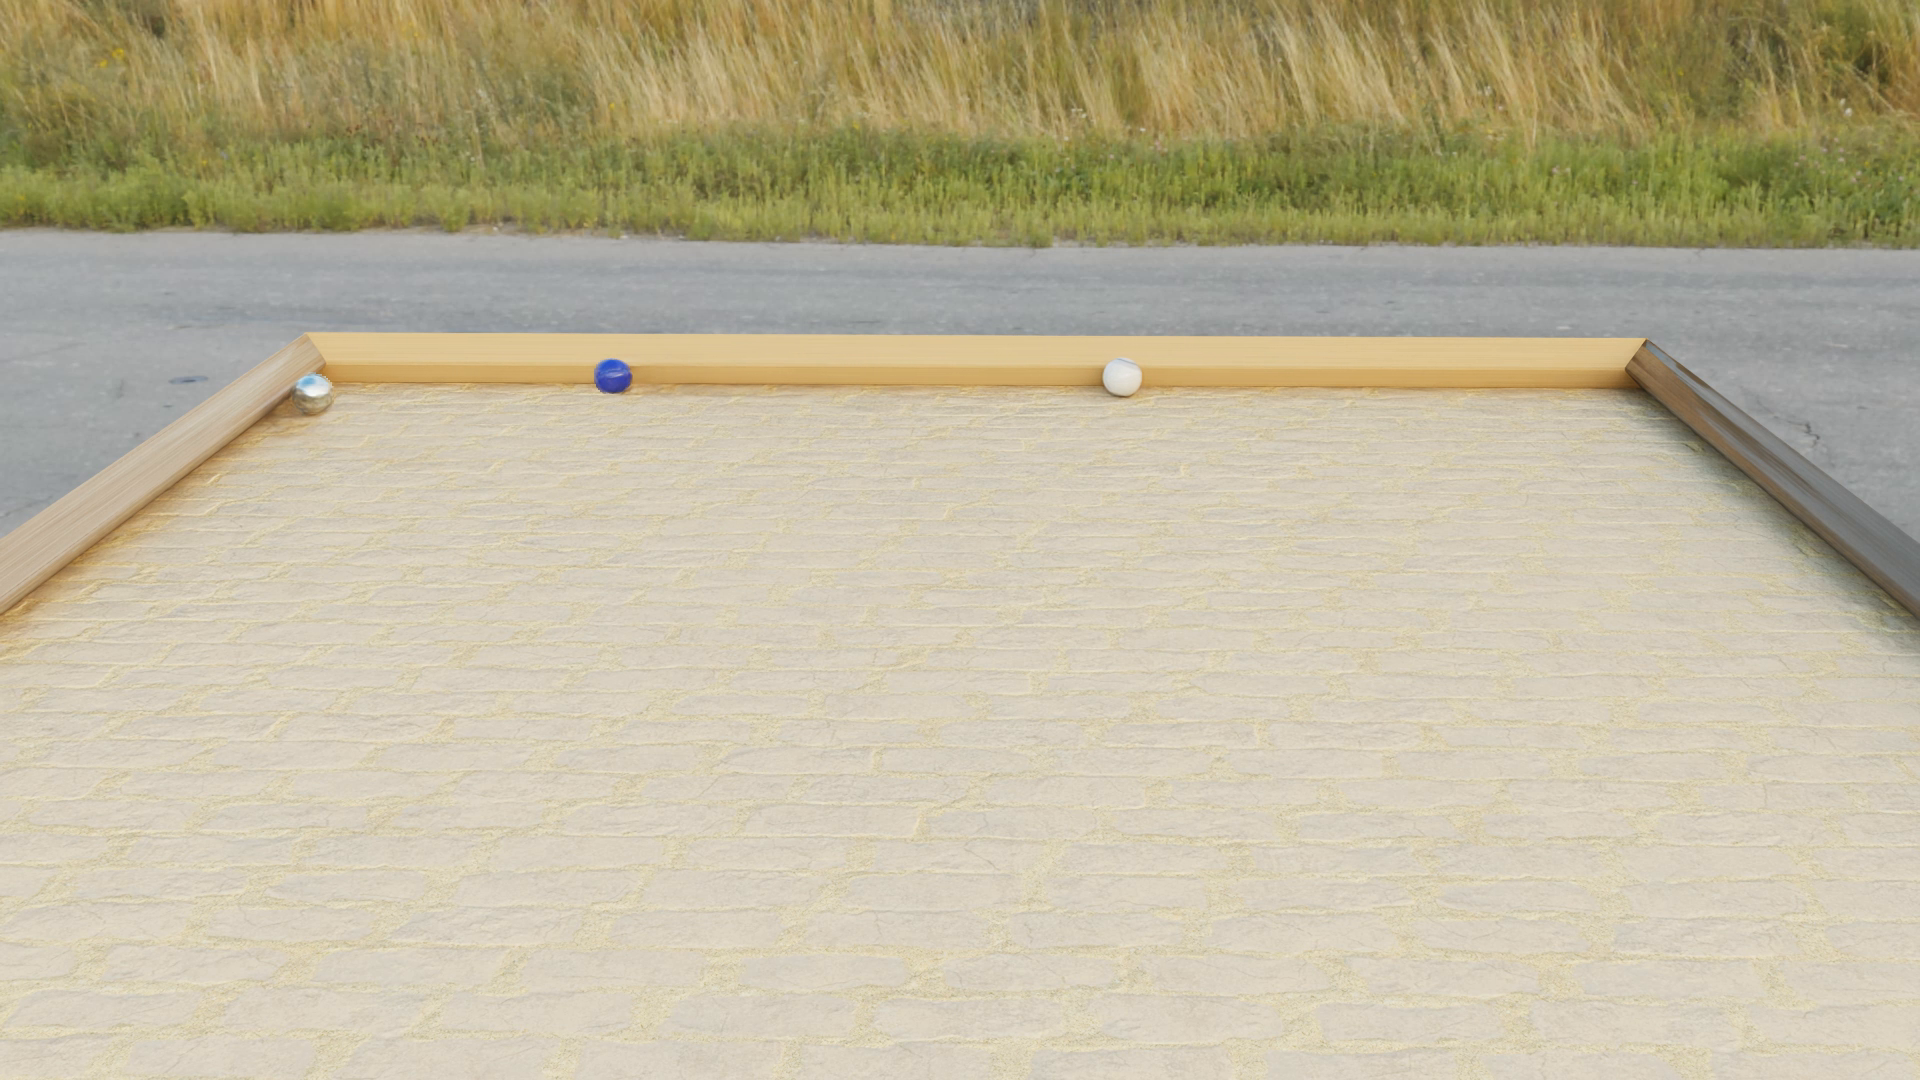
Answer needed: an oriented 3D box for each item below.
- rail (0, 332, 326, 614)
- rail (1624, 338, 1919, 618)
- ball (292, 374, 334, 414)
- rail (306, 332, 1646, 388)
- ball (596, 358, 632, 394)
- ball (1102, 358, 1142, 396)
[{"bbox_3d":[-1.117,0.274,1.827,0.045,0.084,3.931,0,17,1],"label":"rail"},{"bbox_3d":[1.076,0.288,1.784,0.045,0.084,3.931,0,17,1],"label":"rail"},{"bbox_3d":[-1.028,-0.231,3.493,0.063,0.063,0.063,0,17,0],"label":"ball"},{"bbox_3d":[0.020,-0.295,3.660,2.241,0.084,0.045,0,17,1],"label":"rail"},{"bbox_3d":[-0.571,-0.271,3.628,0.058,0.058,0.058,0,17,0],"label":"ball"},{"bbox_3d":[0.266,-0.267,3.607,0.064,0.064,0.064,0,17,0],"label":"ball"}]
